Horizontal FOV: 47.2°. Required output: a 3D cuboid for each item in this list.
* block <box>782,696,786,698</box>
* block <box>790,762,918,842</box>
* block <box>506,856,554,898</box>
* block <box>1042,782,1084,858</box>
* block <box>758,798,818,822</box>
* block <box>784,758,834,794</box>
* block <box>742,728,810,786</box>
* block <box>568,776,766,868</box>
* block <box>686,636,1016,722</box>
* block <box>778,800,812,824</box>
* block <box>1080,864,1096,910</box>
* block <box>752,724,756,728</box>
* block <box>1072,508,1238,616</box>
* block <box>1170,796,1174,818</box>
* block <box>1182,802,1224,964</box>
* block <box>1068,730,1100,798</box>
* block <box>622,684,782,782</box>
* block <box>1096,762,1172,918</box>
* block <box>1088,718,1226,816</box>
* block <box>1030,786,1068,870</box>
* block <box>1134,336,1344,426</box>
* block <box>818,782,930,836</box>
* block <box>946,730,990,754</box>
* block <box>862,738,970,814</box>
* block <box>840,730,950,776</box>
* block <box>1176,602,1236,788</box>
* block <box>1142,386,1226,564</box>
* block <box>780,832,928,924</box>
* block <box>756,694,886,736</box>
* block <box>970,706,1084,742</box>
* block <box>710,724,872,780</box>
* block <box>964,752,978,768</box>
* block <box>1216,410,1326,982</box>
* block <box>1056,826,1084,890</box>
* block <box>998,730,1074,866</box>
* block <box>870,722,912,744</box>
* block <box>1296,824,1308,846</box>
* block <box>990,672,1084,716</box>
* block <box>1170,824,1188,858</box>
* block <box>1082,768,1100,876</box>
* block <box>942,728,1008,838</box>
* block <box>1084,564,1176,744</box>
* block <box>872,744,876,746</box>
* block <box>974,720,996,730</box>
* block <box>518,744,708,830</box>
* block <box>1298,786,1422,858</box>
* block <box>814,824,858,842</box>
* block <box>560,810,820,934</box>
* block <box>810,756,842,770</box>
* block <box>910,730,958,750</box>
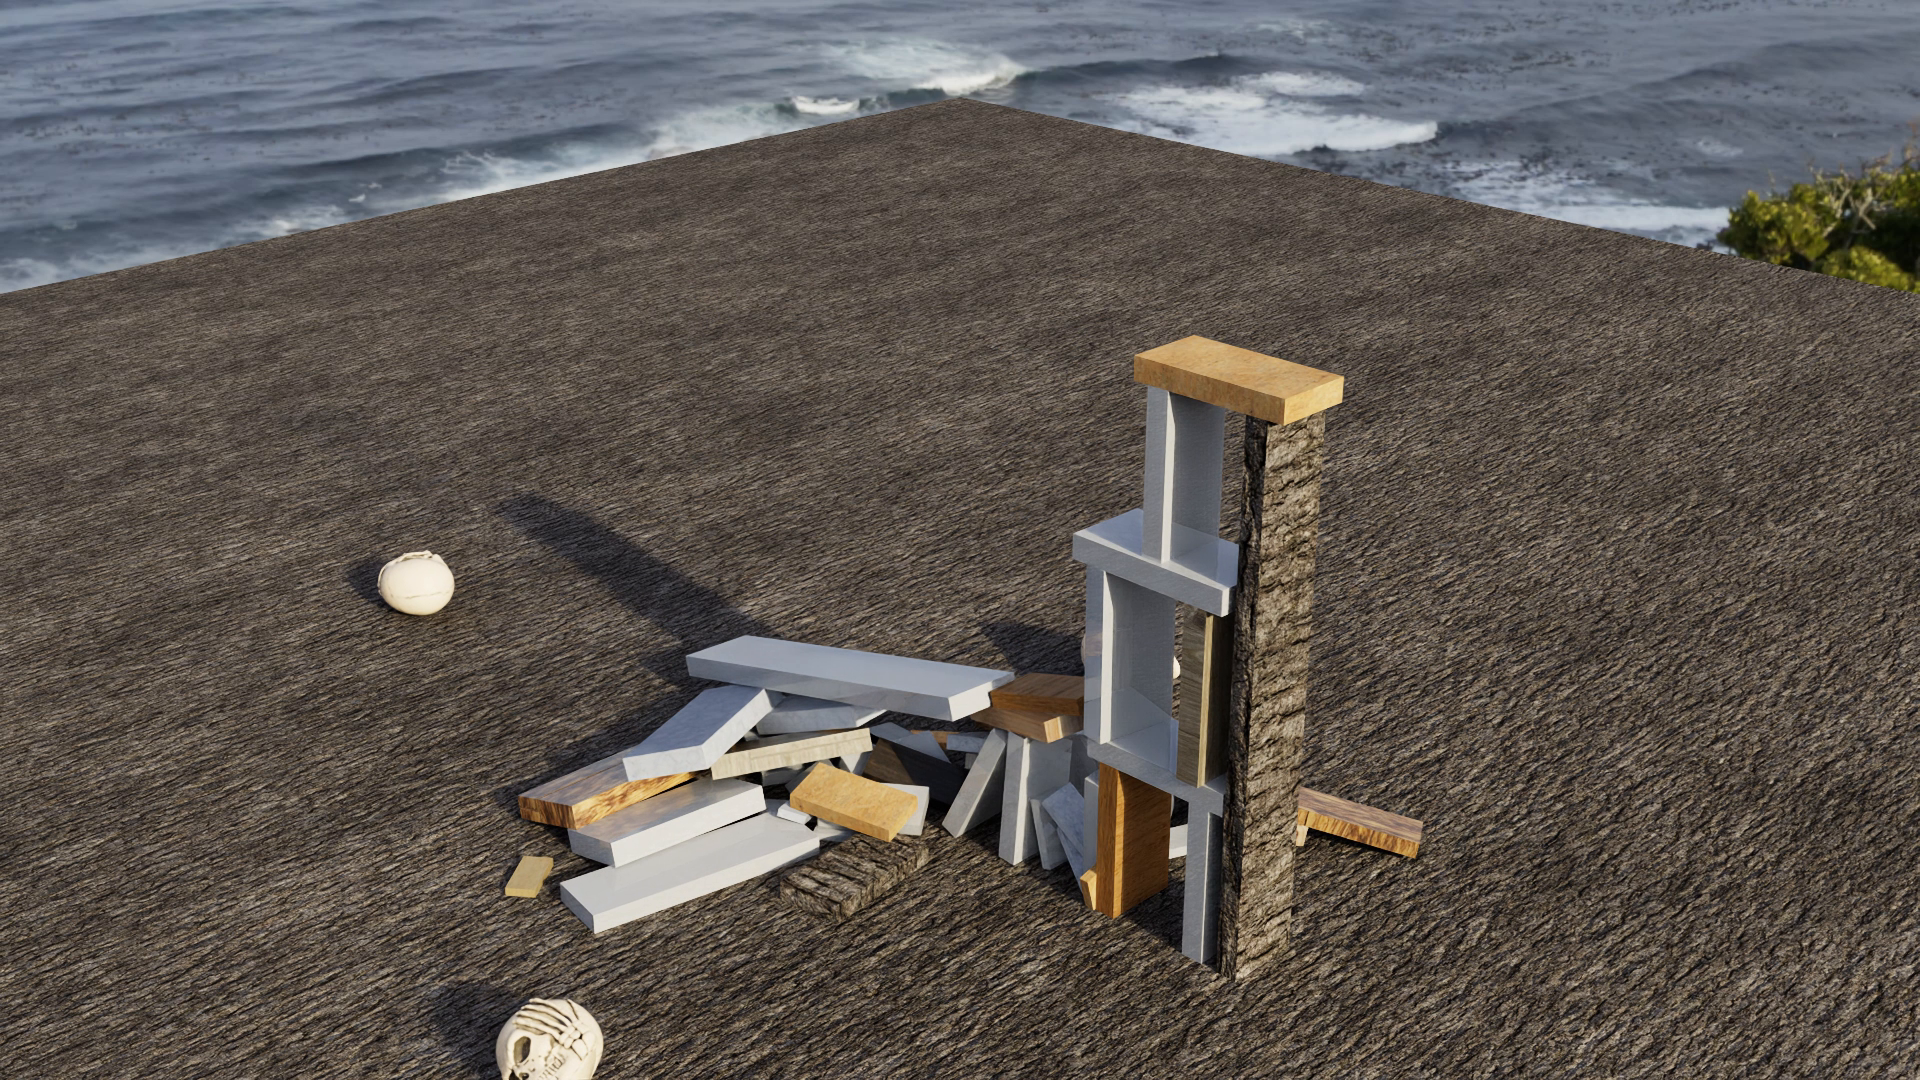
[{"bbox_3d":[-0.387,0.371,4.866,0.113,0.016,0.056,19,30,38],"label":"block"},{"bbox_3d":[-0.210,0.518,4.351,0.226,0.032,0.113,16,38,24],"label":"block"},{"bbox_3d":[-0.826,0.645,4.218,0.059,0.017,0.117,3,23,6],"label":"block"},{"bbox_3d":[0.229,0.542,4.221,0.072,0.021,0.145,-30,75,-37],"label":"block"},{"bbox_3d":[-0.344,0.548,4.449,0.117,0.017,0.059,2,23,4],"label":"block"},{"bbox_3d":[-0.306,0.490,4.523,0.104,0.015,0.052,-36,31,-7],"label":"block"},{"bbox_3d":[-0.391,0.453,4.656,0.103,0.029,0.207,-7,24,-16],"label":"block"},{"bbox_3d":[-0.578,0.551,4.344,0.347,0.049,0.174,-18,14,-36],"label":"block"},{"bbox_3d":[-0.250,0.279,4.567,0.163,0.046,0.960,-19,14,-36],"label":"block"},{"bbox_3d":[-0.317,0.536,4.397,0.058,0.017,0.117,16,14,13],"label":"block"},{"bbox_3d":[0.285,0.626,4.148,0.020,0.072,0.143,21,46,41],"label":"block"},{"bbox_3d":[-0.446,0.392,4.786,0.112,0.016,0.056,2,49,5],"label":"block"},{"bbox_3d":[0.379,0.035,3.823,0.170,0.048,0.340,-21,31,-40],"label":"block"},{"bbox_3d":[0.356,0.546,4.366,0.118,0.033,0.236,1,12,11],"label":"block"},{"bbox_3d":[0.474,0.591,3.966,0.045,0.315,0.157,21,31,41],"label":"block"},{"bbox_3d":[0.237,0.464,4.362,0.118,0.236,0.033,5,36,12],"label":"block"},{"bbox_3d":[-0.526,0.388,4.555,0.174,0.049,0.455,-11,11,17],"label":"block"},{"bbox_3d":[0.325,0.533,4.102,0.045,0.315,0.158,21,31,41],"label":"block"},{"bbox_3d":[0.400,0.396,3.964,0.158,0.045,0.315,-21,31,-41],"label":"block"},{"bbox_3d":[0.180,0.557,4.261,0.072,0.145,0.021,-22,17,-41],"label":"block"},{"bbox_3d":[0.456,-0.266,3.617,0.311,0.044,0.156,21,31,40],"label":"block"},{"bbox_3d":[-0.172,0.532,4.391,0.208,0.029,0.104,4,41,9],"label":"block"},{"bbox_3d":[0.063,0.423,4.586,0.108,0.030,0.215,5,-1,22],"label":"block"},{"bbox_3d":[-0.086,0.482,4.479,0.208,0.029,0.104,20,43,6],"label":"block"},{"bbox_3d":[-0.132,0.465,4.530,0.208,0.029,0.104,-14,49,-27],"label":"block"},{"bbox_3d":[0.456,0.245,3.827,0.170,0.340,0.048,-21,31,-41],"label":"block"},{"bbox_3d":[0.383,-0.130,3.753,0.044,0.311,0.156,21,31,40],"label":"block"},{"bbox_3d":[-0.200,0.636,4.212,0.139,0.039,0.277,17,28,34],"label":"block"},{"bbox_3d":[-0.271,0.349,4.624,0.327,0.046,0.163,-10,13,47],"label":"block"},{"bbox_3d":[0.149,0.323,4.196,0.144,0.041,0.287,-18,13,-27],"label":"block"},{"bbox_3d":[-0.353,0.431,4.522,0.327,0.046,0.163,-10,2,-9],"label":"block"},{"bbox_3d":[0.084,0.454,4.541,0.108,0.030,0.215,5,-1,11],"label":"block"},{"bbox_3d":[0.529,0.271,3.767,0.044,1.059,0.156,21,31,41],"label":"block"},{"bbox_3d":[0.244,0.605,4.218,0.072,0.021,0.145,-5,51,-23],"label":"block"},{"bbox_3d":[0.149,0.477,4.267,0.041,0.287,0.144,26,34,38],"label":"block"},{"bbox_3d":[-0.146,0.422,4.710,0.067,0.019,0.134,-13,16,-27],"label":"block"},{"bbox_3d":[0.559,0.519,4.431,0.157,0.044,0.314,5,19,-20],"label":"block"},{"bbox_3d":[0.178,0.290,4.145,0.113,0.032,0.226,-22,16,-41],"label":"block"},{"bbox_3d":[0.437,0.589,4.314,0.305,0.020,0.072,-8,25,-29],"label":"block"},{"bbox_3d":[0.284,0.520,4.133,0.033,0.236,0.118,27,42,36],"label":"block"},{"bbox_3d":[0.073,0.456,4.333,0.041,0.287,0.144,43,42,21],"label":"block"},{"bbox_3d":[0.307,0.185,3.968,0.170,0.340,0.048,-16,27,-33],"label":"block"},{"bbox_3d":[-0.205,0.454,4.666,0.134,0.019,0.067,18,29,36],"label":"block"},{"bbox_3d":[0.151,0.399,4.782,0.215,0.030,0.108,15,27,31],"label":"block"},{"bbox_3d":[-0.703,0.494,4.466,0.174,0.049,0.347,3,17,42],"label":"block"},{"bbox_3d":[0.673,0.525,4.361,0.483,0.032,0.113,15,18,11],"label":"block"},{"bbox_3d":[-0.236,0.581,4.374,0.104,0.015,0.052,4,23,9],"label":"block"},{"bbox_3d":[-0.514,0.630,4.225,0.488,0.039,0.139,-16,27,-32],"label":"block"},{"bbox_3d":[-0.259,0.462,4.603,0.103,0.029,0.207,-12,29,-11],"label":"block"},{"bbox_3d":[-0.057,0.430,4.729,0.104,0.015,0.052,2,23,4],"label":"block"}]
